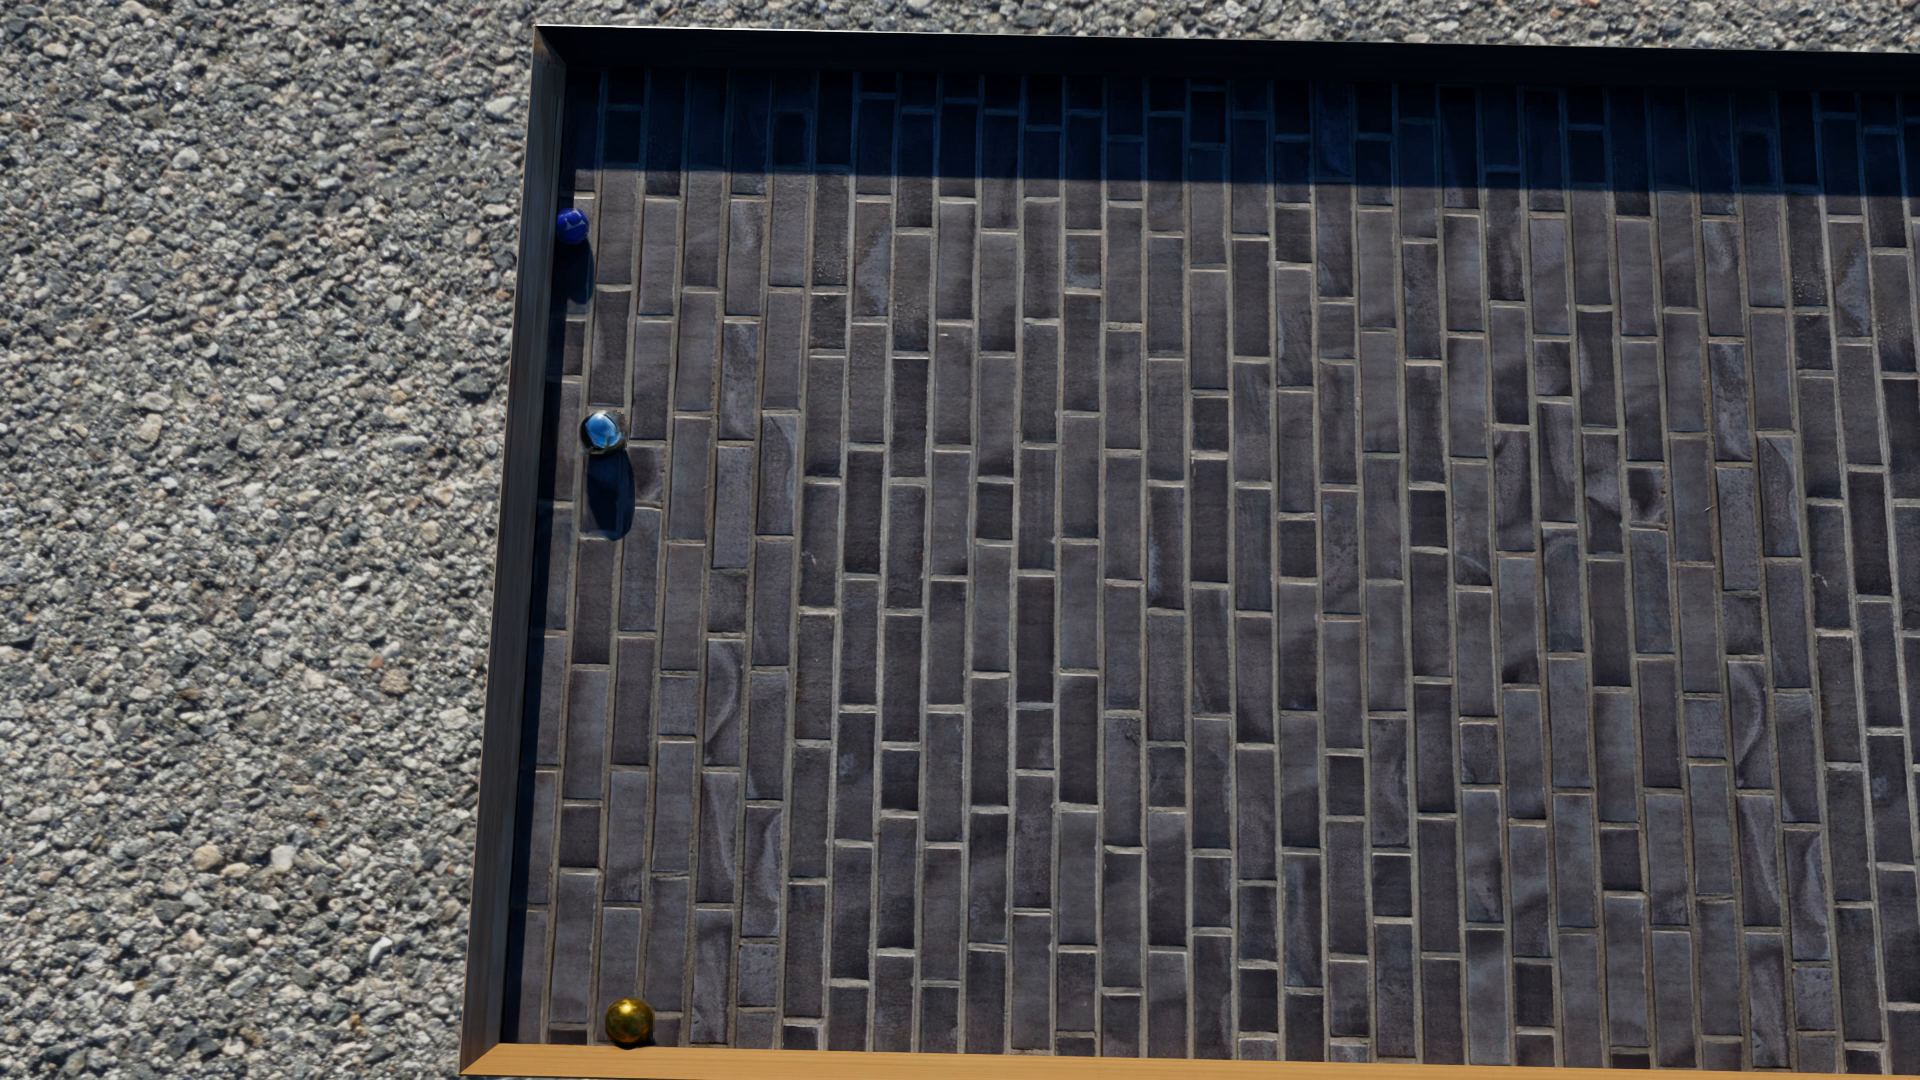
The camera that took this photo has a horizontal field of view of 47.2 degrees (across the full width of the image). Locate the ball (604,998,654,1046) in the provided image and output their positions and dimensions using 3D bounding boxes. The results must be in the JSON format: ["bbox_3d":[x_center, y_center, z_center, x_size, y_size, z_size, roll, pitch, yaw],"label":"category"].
[{"bbox_3d":[-0.476,0.693,3.159,0.071,0.071,0.071,0,77,0],"label":"ball"}]

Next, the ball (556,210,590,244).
[{"bbox_3d":[-0.609,-0.491,3.448,0.055,0.055,0.055,0,77,0],"label":"ball"}]

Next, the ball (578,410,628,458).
[{"bbox_3d":[-0.546,-0.163,3.361,0.073,0.073,0.073,0,77,0],"label":"ball"}]

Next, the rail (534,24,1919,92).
[{"bbox_3d":[0.704,-0.747,3.487,2.749,0.095,0.045,1,77,0],"label":"rail"}]

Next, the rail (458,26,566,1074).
[{"bbox_3d":[-0.663,-0.018,3.314,0.045,0.095,1.605,1,77,0],"label":"rail"}]

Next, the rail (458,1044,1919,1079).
[{"bbox_3d":[0.670,0.769,3.127,2.749,0.095,0.045,1,77,0],"label":"rail"}]
